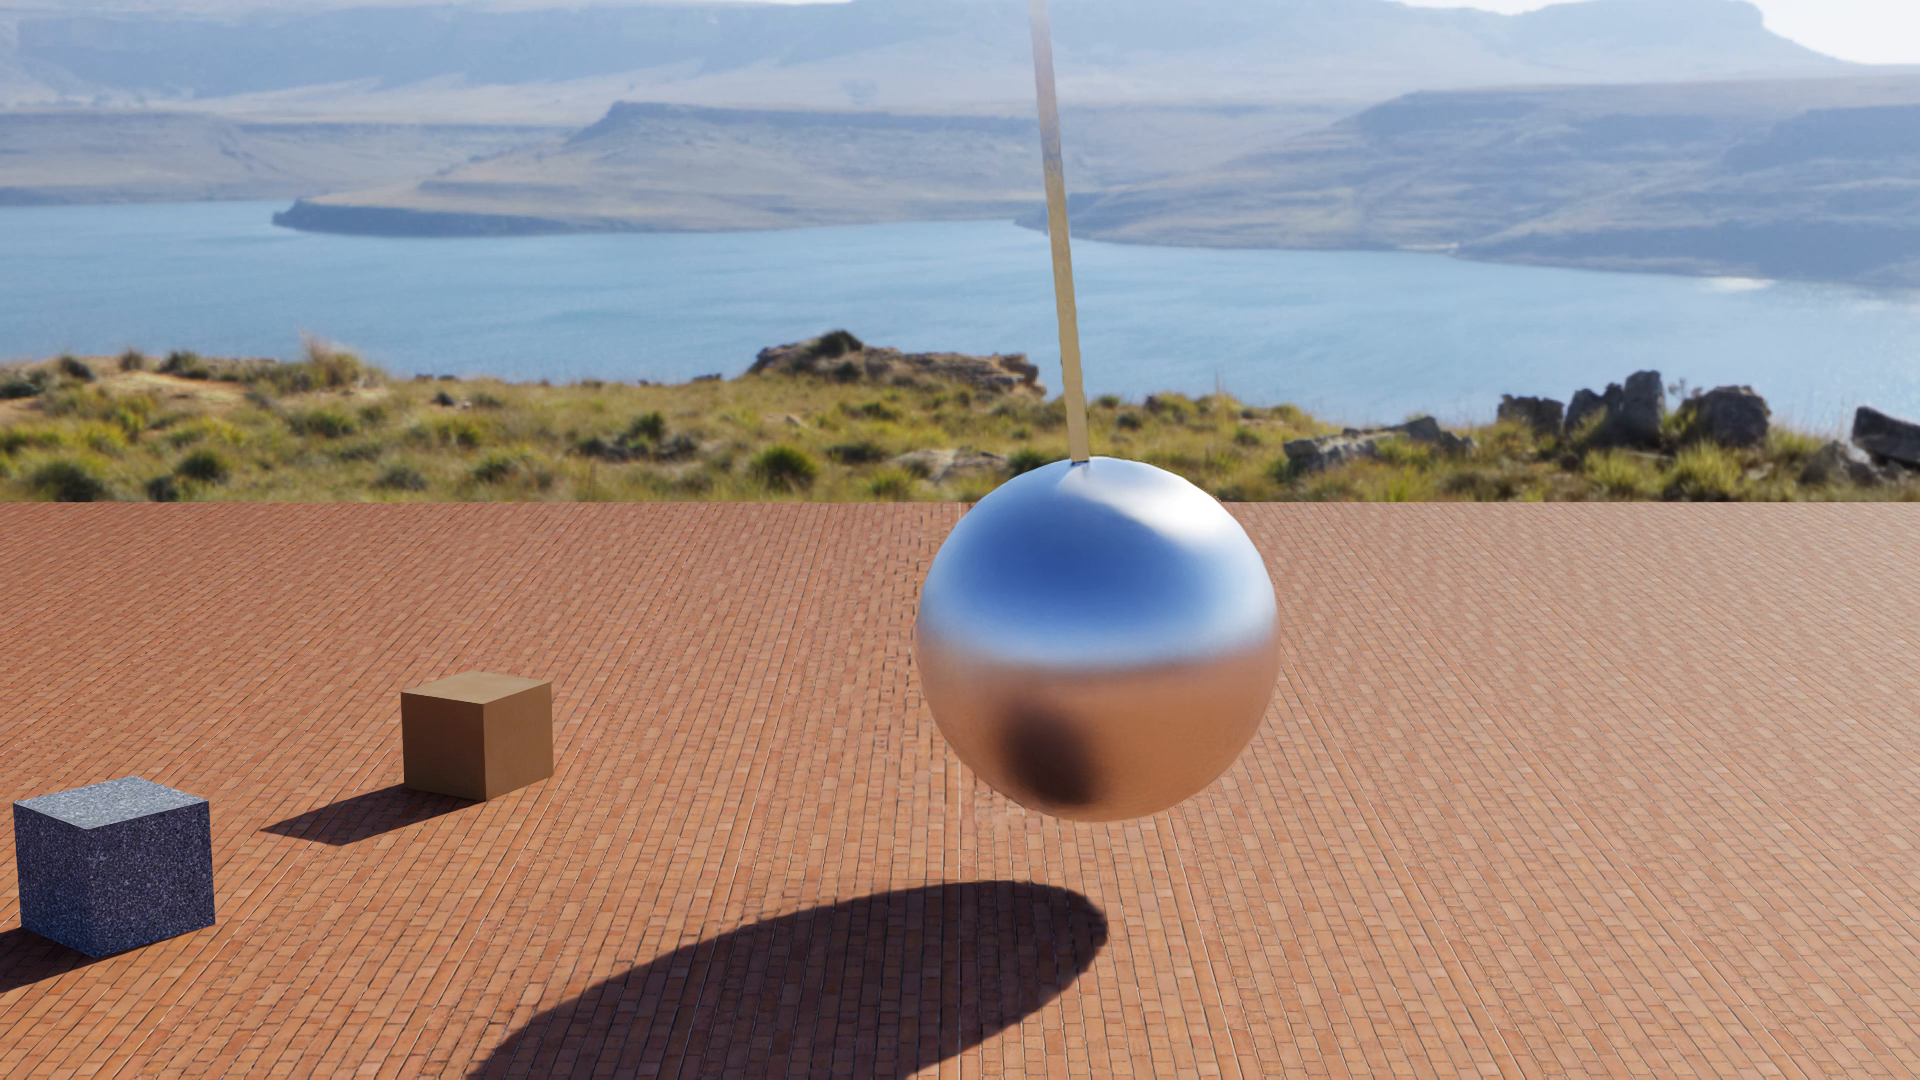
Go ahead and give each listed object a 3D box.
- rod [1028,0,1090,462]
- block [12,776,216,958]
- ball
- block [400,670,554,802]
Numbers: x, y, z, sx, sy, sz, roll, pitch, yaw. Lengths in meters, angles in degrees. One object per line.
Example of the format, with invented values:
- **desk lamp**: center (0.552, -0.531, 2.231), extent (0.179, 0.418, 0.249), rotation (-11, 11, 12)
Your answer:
- **rod**: center (0.260, -2.892, 10.655), extent (0.080, 5.200, 0.080), rotation (-6, 10, 1)
- **block**: center (-3.514, 1.346, 10.664), extent (0.582, 0.536, 0.554), rotation (9, 14, 41)
- **ball**: center (0.601, 0.436, 11.260), extent (1.600, 1.600, 1.600), rotation (0, 10, 0)
- **block**: center (-2.413, 0.973, 12.847), extent (0.518, 0.489, 0.534), rotation (6, 12, 28)
